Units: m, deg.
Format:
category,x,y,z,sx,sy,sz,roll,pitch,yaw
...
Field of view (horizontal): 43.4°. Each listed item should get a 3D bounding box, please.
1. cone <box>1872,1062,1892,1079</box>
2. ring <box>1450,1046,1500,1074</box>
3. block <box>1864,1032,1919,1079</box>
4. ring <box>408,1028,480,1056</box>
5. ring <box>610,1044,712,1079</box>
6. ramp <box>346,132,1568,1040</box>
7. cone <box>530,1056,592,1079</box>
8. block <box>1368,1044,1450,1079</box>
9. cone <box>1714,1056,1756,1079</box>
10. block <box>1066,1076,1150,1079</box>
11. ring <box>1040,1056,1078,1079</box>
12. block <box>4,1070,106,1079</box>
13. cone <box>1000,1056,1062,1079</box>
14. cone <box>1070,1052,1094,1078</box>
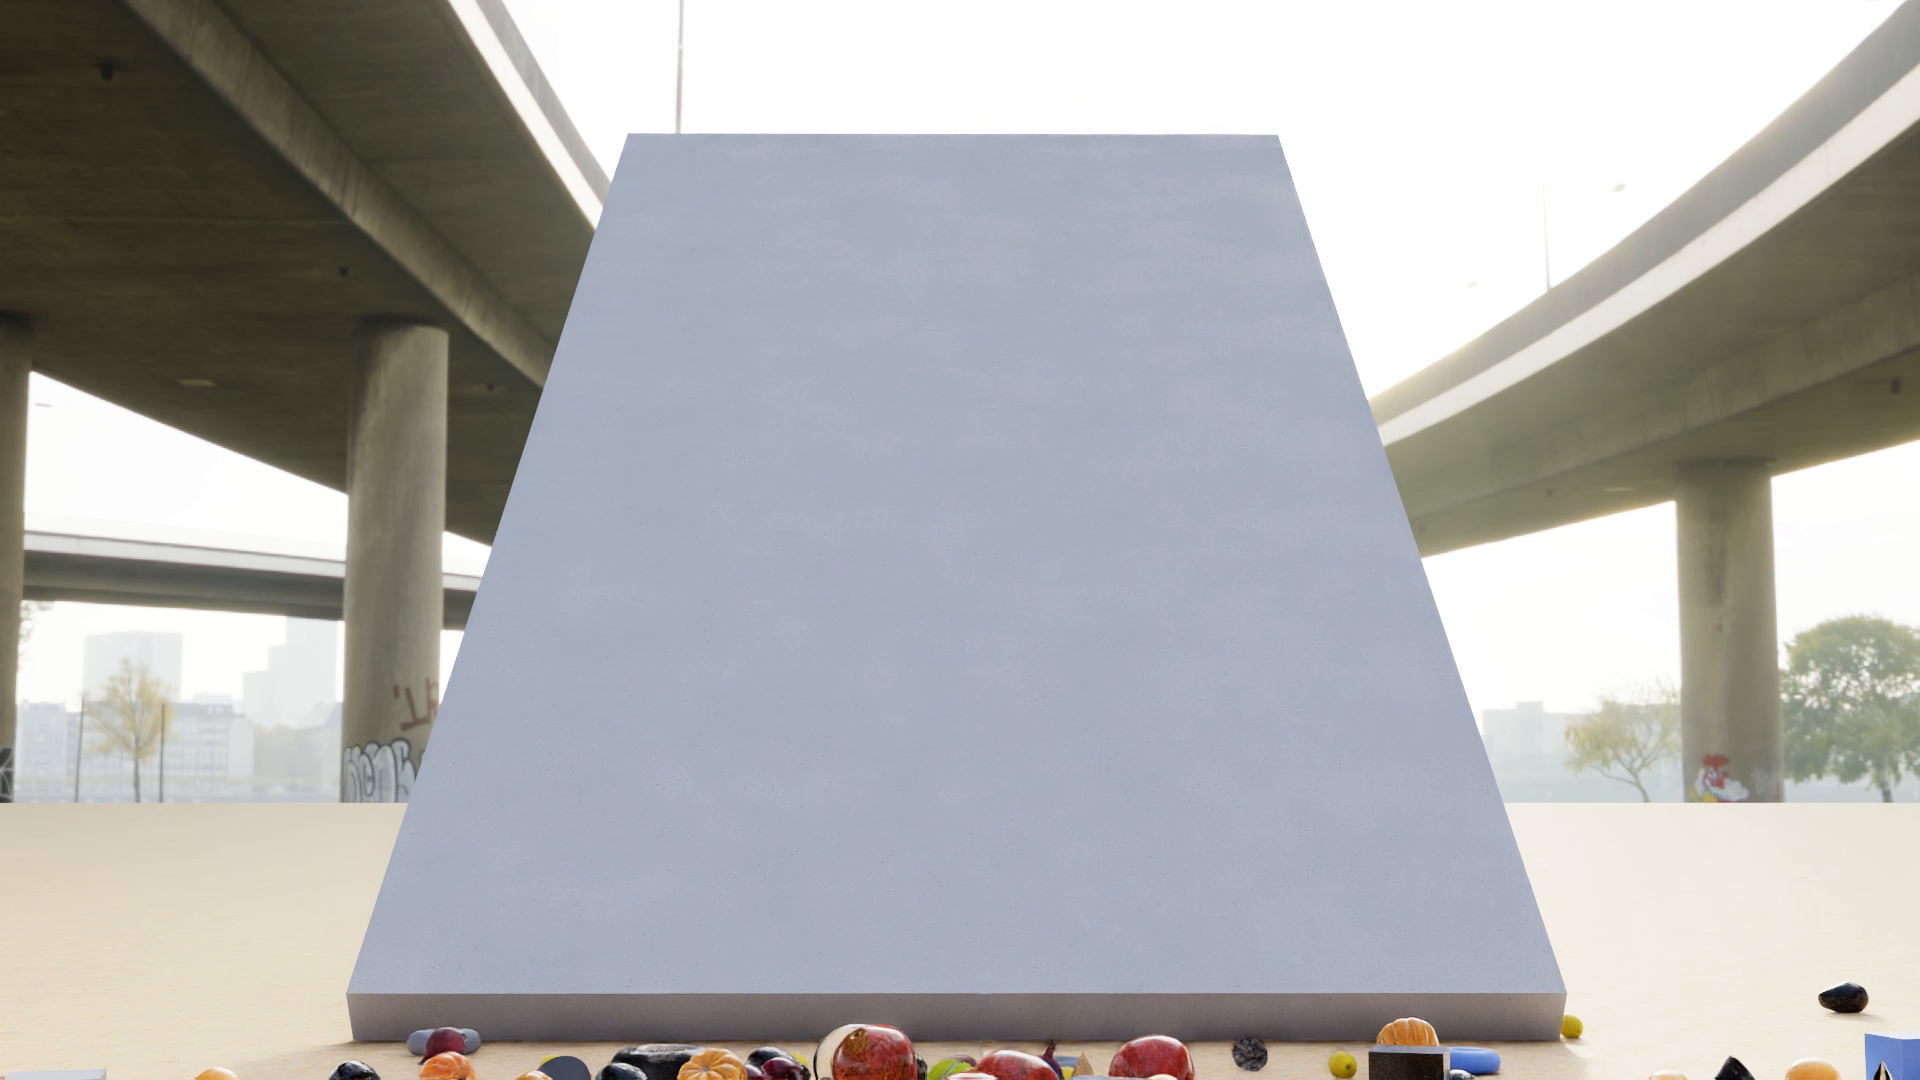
category,x,y,z,sx,sy,sz,roll,pitch,yaw
cone,1.075,0.654,2.810,0.096,0.096,0.096,0,-6,0
ring,0.740,0.763,3.536,0.102,0.034,0.102,1,-7,0
block,1.269,0.703,3.219,0.084,0.084,0.084,1,-6,-12
ring,-0.808,0.786,3.779,0.114,0.038,0.114,-1,-7,0
ring,-0.423,0.743,3.418,0.143,0.048,0.143,-1,-5,0
ramp,-0.013,-0.211,5.711,2.000,0.100,4.000,0,30,0
cone,-0.476,0.701,2.994,0.093,0.093,0.093,-3,-33,23
block,0.556,0.675,2.982,0.090,0.090,0.090,-2,-6,16
cone,0.967,0.712,3.072,0.081,0.081,0.081,-26,-2,-9
block,0.154,0.628,2.573,0.098,0.098,0.098,-3,-7,28
ring,0.126,0.740,3.350,0.118,0.039,0.118,-1,-5,0
block,-0.985,0.632,2.621,0.100,0.100,0.100,2,-6,-15
cone,0.085,0.712,3.081,0.083,0.083,0.083,1,-33,-8
cone,0.158,0.696,3.108,0.075,0.075,0.075,0,-6,0
